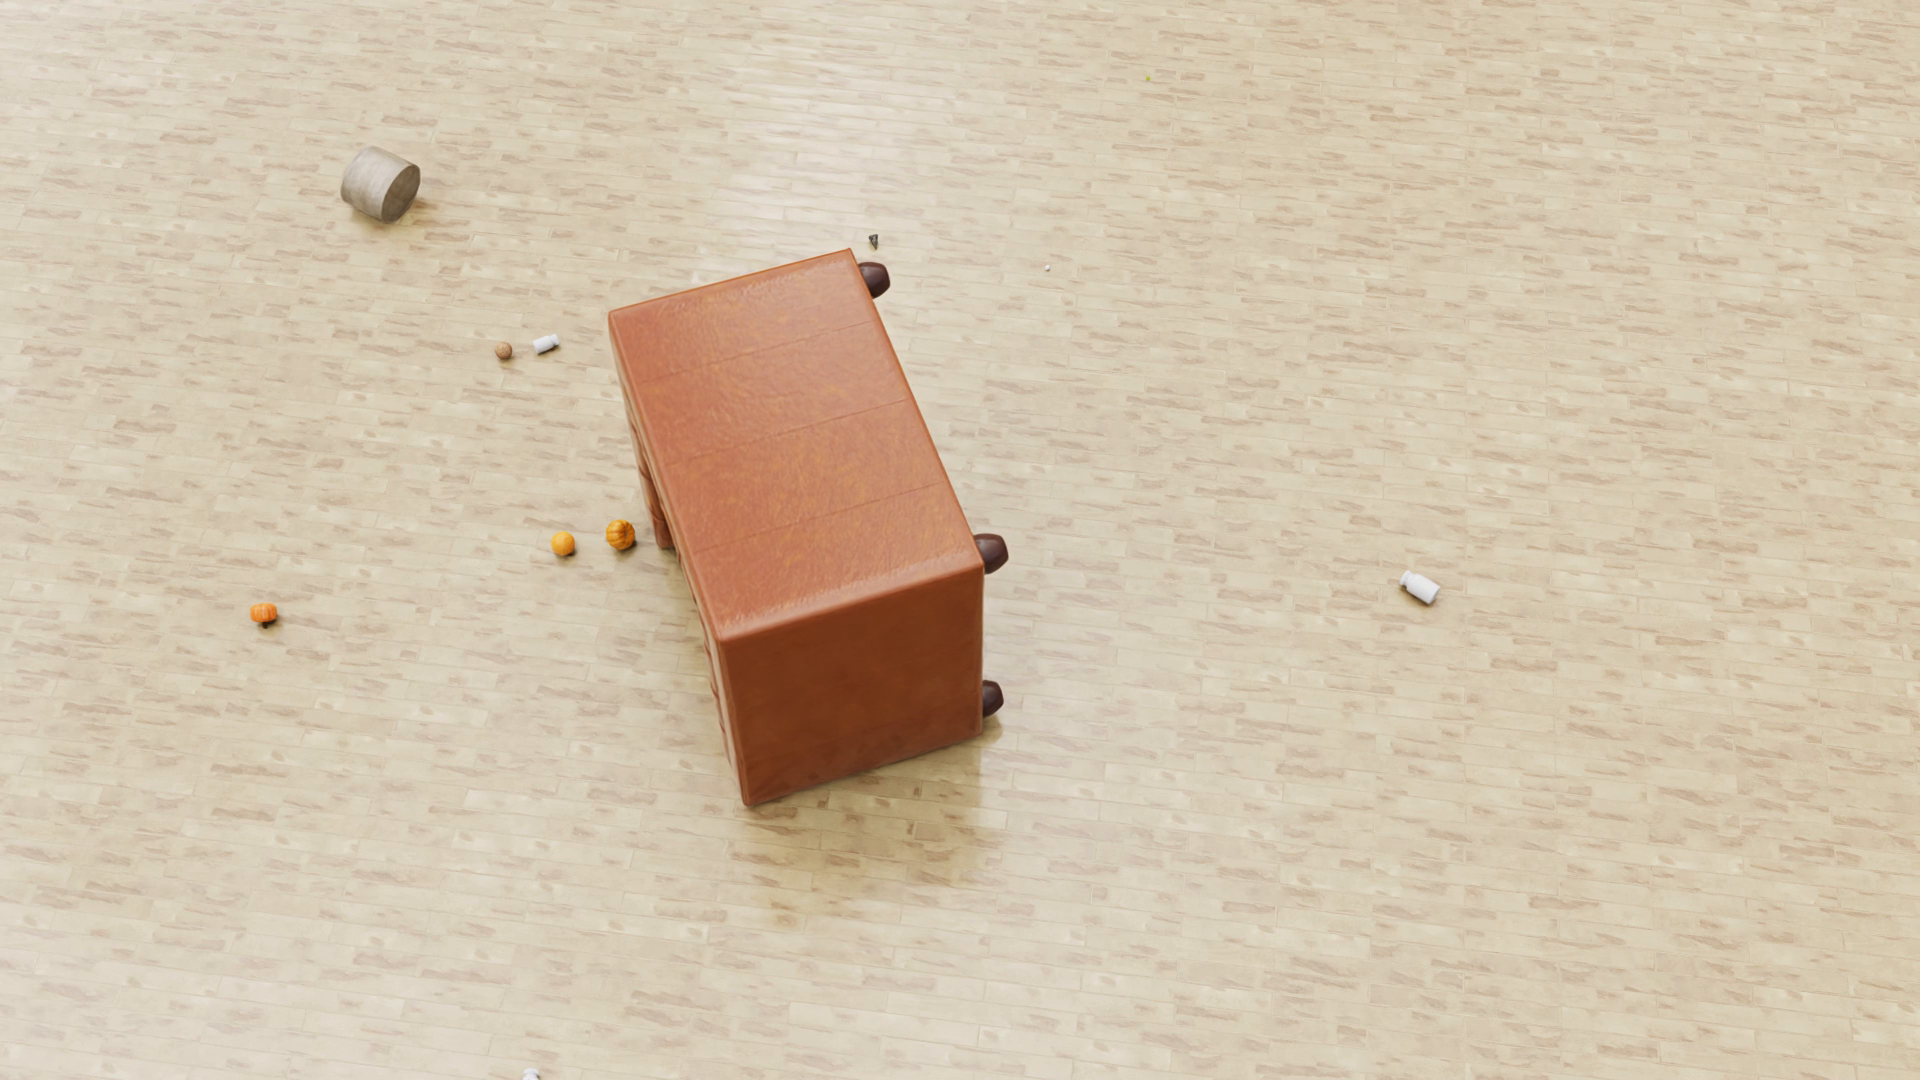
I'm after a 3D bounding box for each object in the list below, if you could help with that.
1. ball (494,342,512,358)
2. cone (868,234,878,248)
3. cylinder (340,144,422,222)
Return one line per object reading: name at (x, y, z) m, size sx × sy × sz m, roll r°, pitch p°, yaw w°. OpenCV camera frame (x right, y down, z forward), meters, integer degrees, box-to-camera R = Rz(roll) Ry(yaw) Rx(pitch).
ball at (-1.441, -0.599, 6.943) m, size 0.054 × 0.054 × 0.054 m, roll 0°, pitch 56°, yaw 0°
cone at (-0.280, -0.973, 7.214) m, size 0.034 × 0.049 × 0.049 m, roll -11°, pitch 83°, yaw -12°
cylinder at (-1.912, -1.177, 7.264) m, size 0.172 × 0.158 × 0.214 m, roll 27°, pitch 81°, yaw 17°
